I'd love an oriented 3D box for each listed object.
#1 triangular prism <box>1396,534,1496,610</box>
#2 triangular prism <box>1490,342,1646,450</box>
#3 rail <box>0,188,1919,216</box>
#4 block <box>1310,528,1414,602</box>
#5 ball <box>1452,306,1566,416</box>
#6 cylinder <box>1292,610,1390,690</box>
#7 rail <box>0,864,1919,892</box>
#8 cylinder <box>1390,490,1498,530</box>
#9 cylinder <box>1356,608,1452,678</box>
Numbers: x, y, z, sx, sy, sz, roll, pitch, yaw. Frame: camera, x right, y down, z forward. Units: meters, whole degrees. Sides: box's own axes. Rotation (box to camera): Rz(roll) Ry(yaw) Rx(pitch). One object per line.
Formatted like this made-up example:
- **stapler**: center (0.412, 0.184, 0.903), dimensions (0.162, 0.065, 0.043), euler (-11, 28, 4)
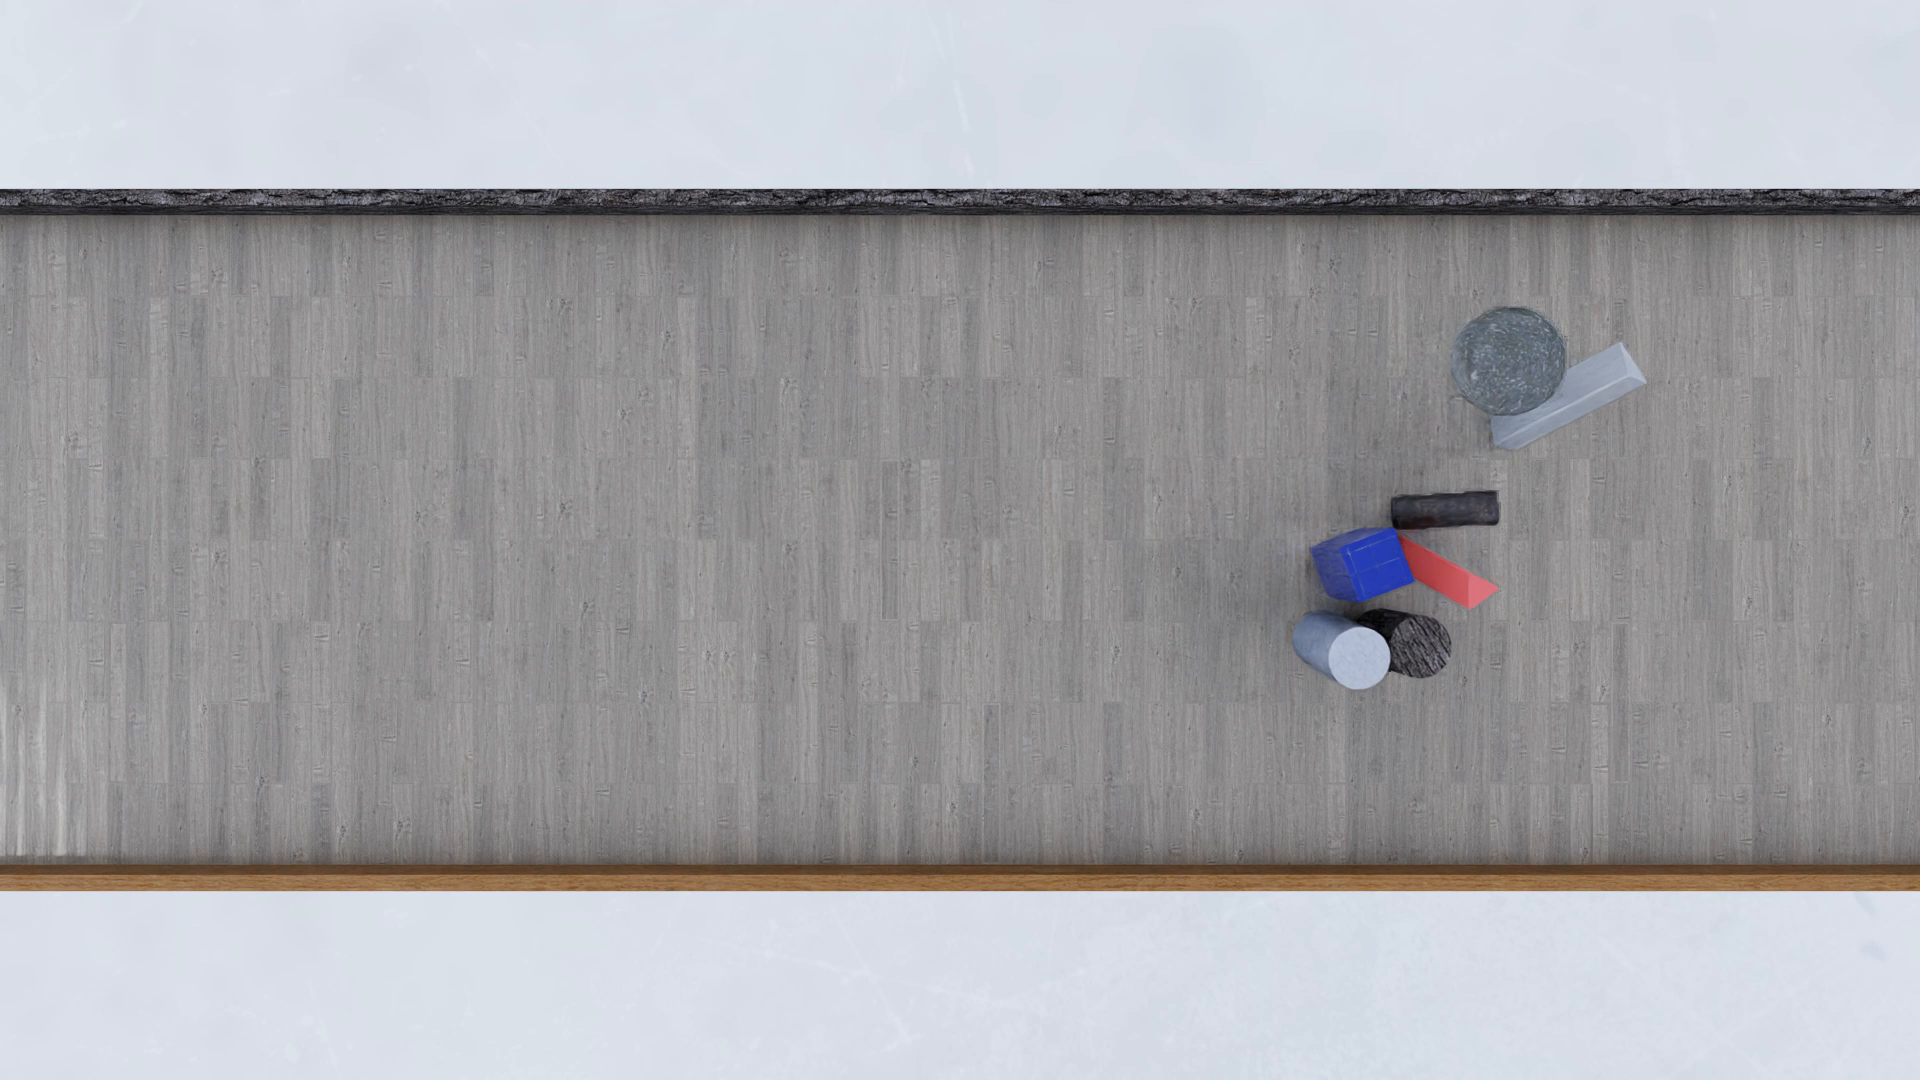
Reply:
- **triangular prism**: center (1.400, 0.071, 4.849), dimensions (0.104, 0.447, 0.090), euler (-36, 111, -3)
- **triangular prism**: center (1.789, -0.404, 4.894), dimensions (0.434, 0.123, 0.142), euler (-31, 96, 35)
- **rail**: center (-2.247, -1.025, 5.002), dimensions (12.000, 0.150, 0.050), euler (0, 90, 0)
- **block**: center (1.180, 0.070, 4.872), dimensions (0.165, 0.409, 0.165), euler (-21, 90, 0)
- **ball**: center (1.619, -0.528, 4.872), dimensions (0.322, 0.322, 0.322), euler (0, 90, 0)
- **cylinder**: center (1.121, 0.319, 4.870), dimensions (0.178, 0.397, 0.178), euler (0, 95, -3)
- **rail**: center (-2.247, 1.025, 5.001), dimensions (12.000, 0.150, 0.050), euler (0, 90, 0)
- **cylinder**: center (1.465, -0.089, 4.995), dimensions (0.304, 0.102, 0.102), euler (-3, 90, 12)
- **cylinder**: center (1.303, 0.302, 4.886), dimensions (0.179, 0.371, 0.179), euler (0, 91, -3)
